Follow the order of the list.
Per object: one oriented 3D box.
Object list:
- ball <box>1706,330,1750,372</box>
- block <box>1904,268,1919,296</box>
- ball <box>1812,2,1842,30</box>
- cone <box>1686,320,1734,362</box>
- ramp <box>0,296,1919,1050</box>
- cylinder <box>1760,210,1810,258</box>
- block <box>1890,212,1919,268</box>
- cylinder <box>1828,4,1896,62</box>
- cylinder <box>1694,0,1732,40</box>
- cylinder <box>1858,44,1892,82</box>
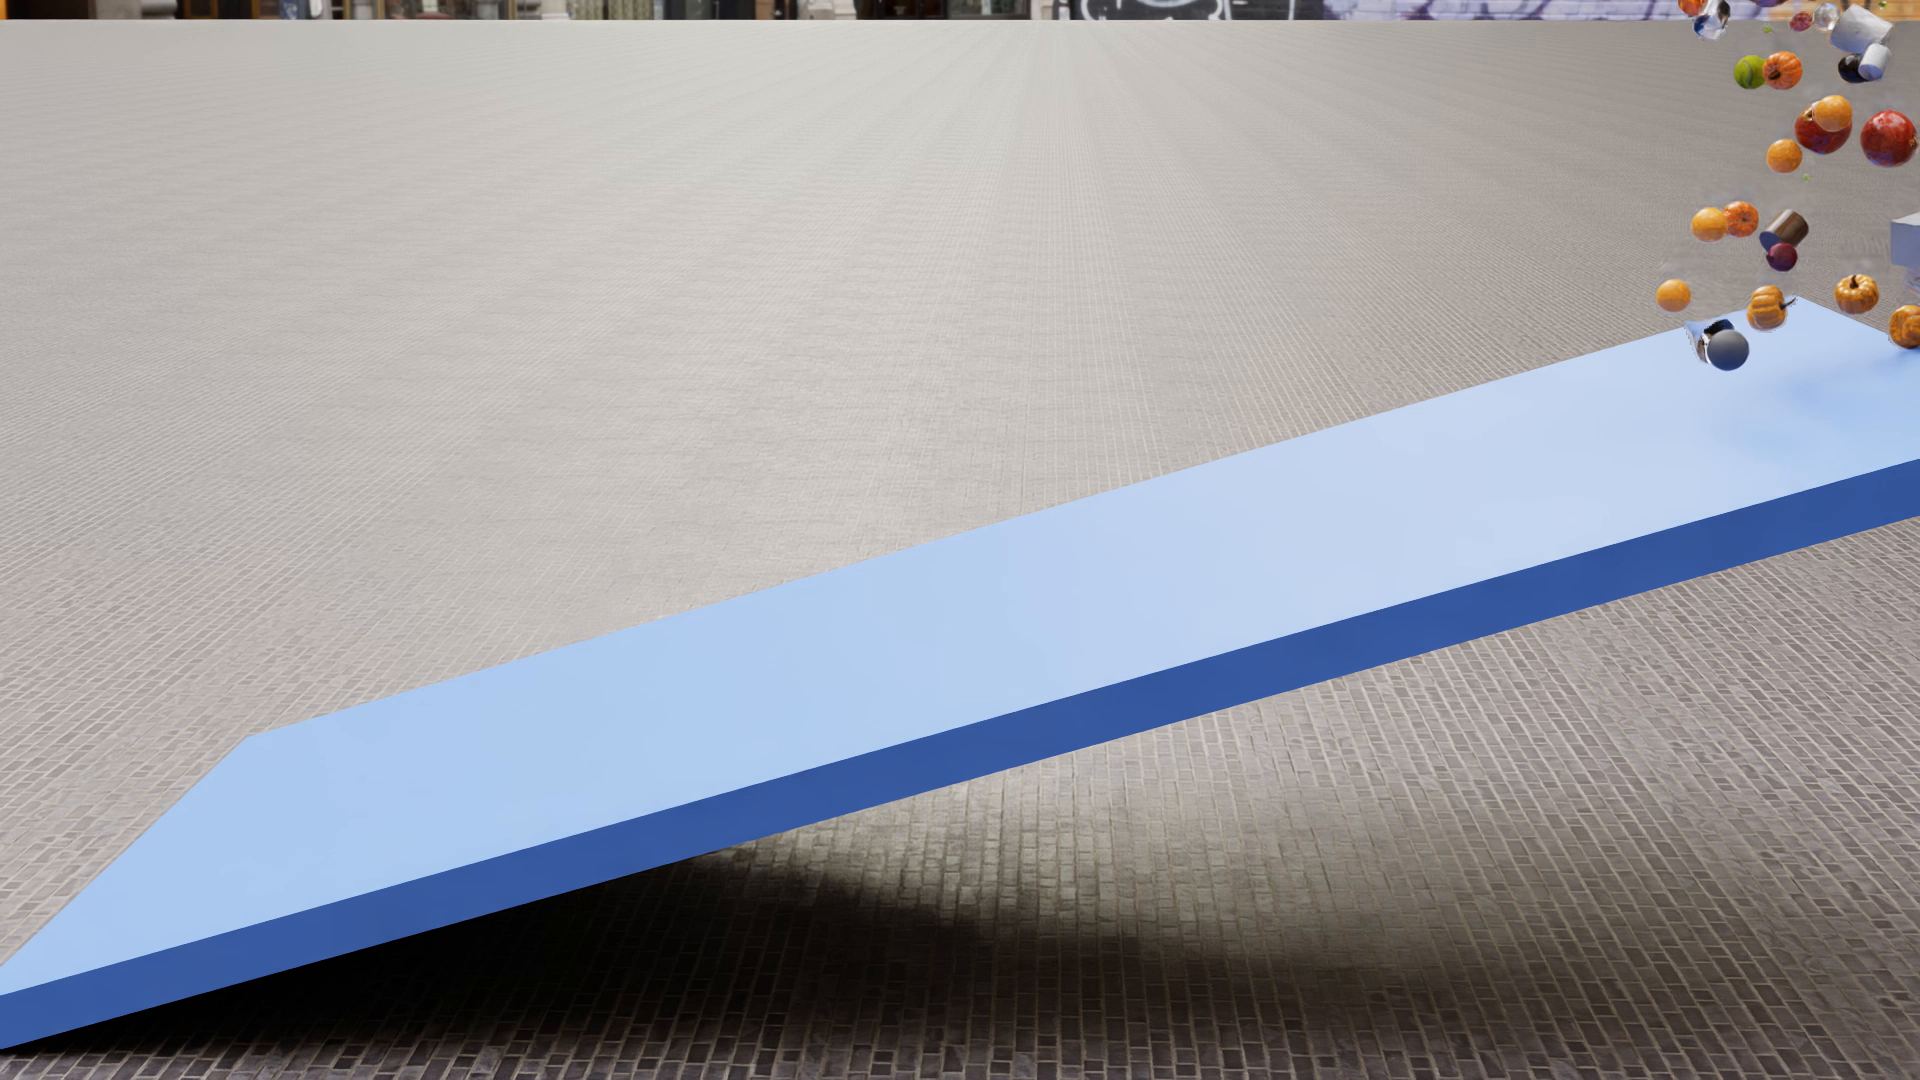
[{"bbox_3d":[1.544,-0.381,5.913,0.083,0.083,0.083,0,11,0],"label":"ball"},{"bbox_3d":[1.981,-0.535,6.032,0.057,0.057,0.057,-1,21,-15],"label":"block"},{"bbox_3d":[1.811,-1.094,6.146,0.058,0.058,0.058,0,11,0],"label":"ball"},{"bbox_3d":[1.506,-0.425,5.982,0.097,0.097,0.097,-6,32,-29],"label":"cone"},{"bbox_3d":[0.091,0.187,6.320,4.000,0.100,2.000,-16,10,5],"label":"ramp"},{"bbox_3d":[1.736,-0.644,6.194,0.073,0.073,0.073,-44,28,-17],"label":"cylinder"},{"bbox_3d":[1.958,-0.609,5.978,0.090,0.090,0.090,-18,21,-28],"label":"block"},{"bbox_3d":[1.884,-1.056,6.146,0.097,0.097,0.097,35,24,18],"label":"cylinder"},{"bbox_3d":[1.516,-1.051,5.927,0.060,0.060,0.060,6,45,30],"label":"cylinder"},{"bbox_3d":[1.784,-0.930,5.733,0.051,0.051,0.051,26,-20,10],"label":"cylinder"}]
